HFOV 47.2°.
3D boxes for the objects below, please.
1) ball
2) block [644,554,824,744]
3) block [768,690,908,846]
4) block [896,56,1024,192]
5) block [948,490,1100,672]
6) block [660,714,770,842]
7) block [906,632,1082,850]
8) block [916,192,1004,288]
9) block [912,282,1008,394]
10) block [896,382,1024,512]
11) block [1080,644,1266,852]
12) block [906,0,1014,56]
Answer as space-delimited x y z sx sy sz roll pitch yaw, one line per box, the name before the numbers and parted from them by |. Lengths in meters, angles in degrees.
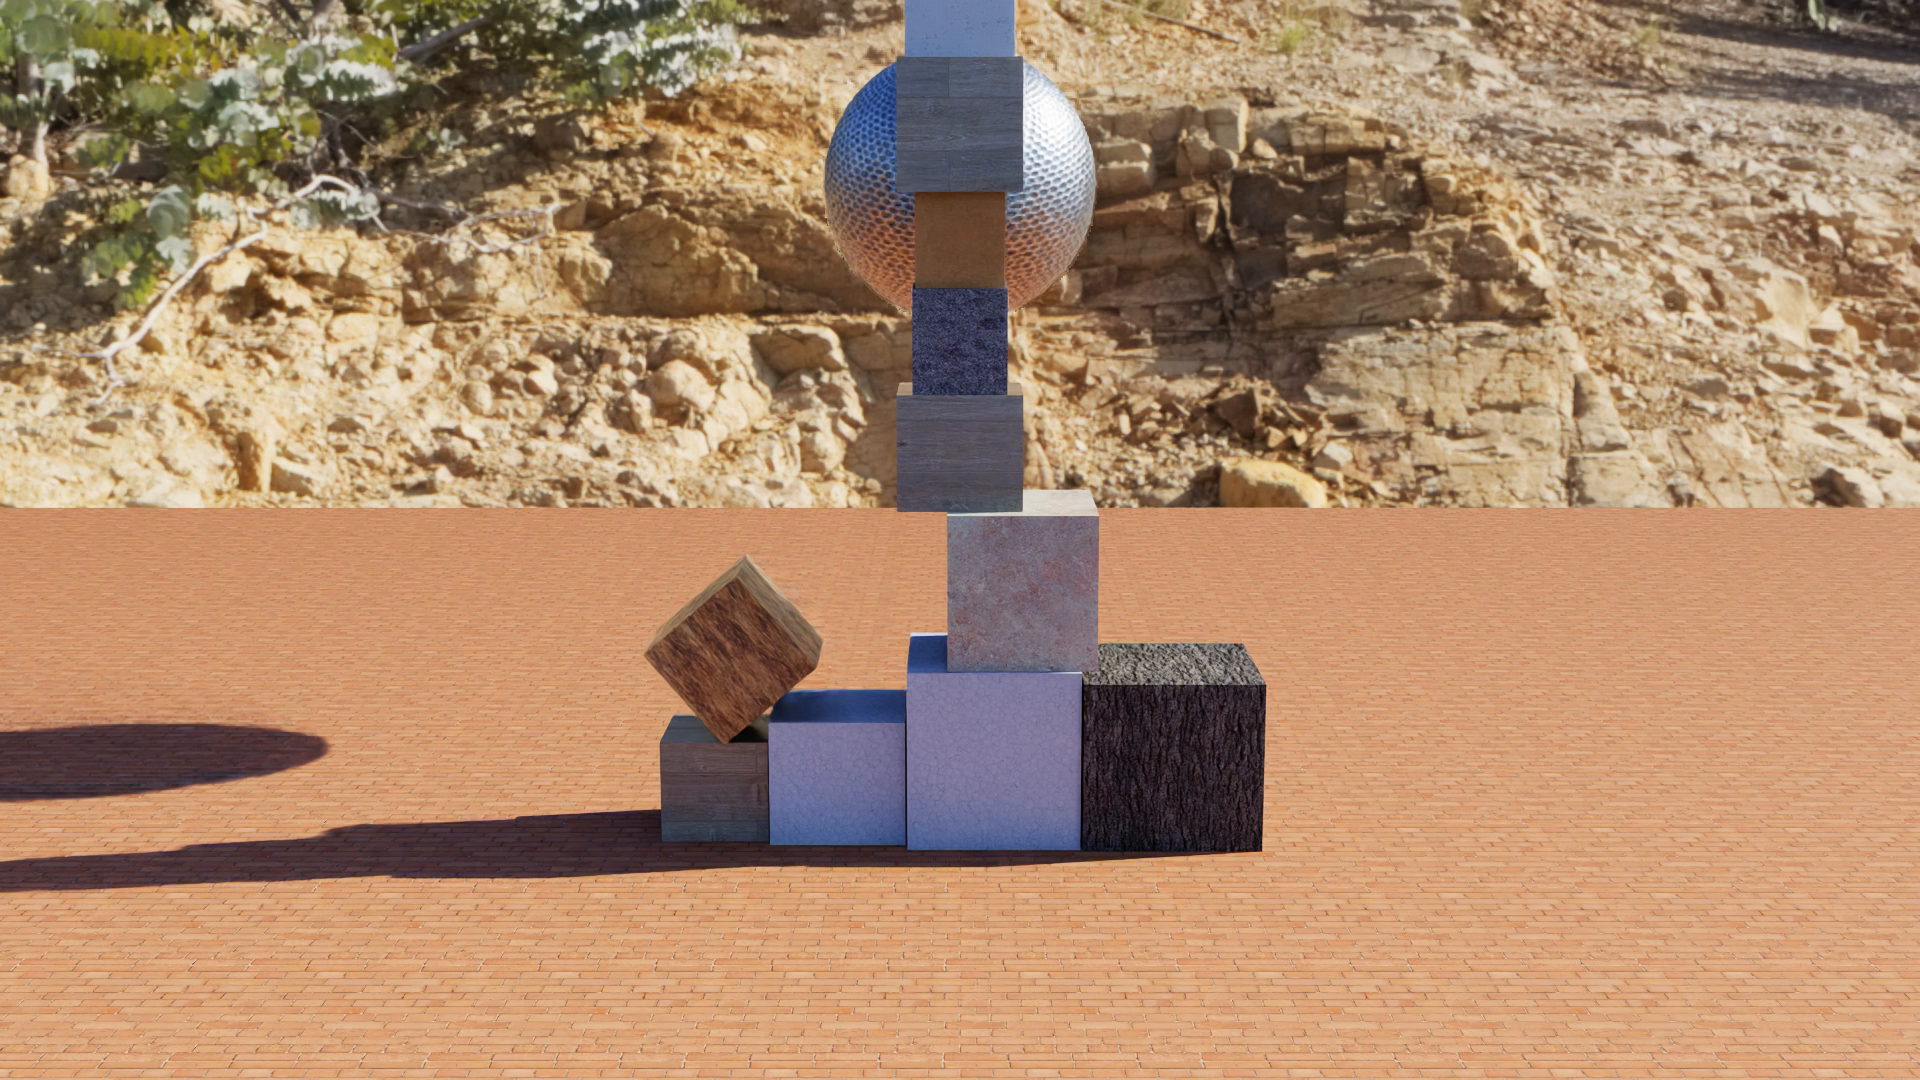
ball | 0.000 -2.086 12.909 1.600 1.600 1.600 0 10 0
block | -1.145 0.549 11.238 0.617 0.609 0.615 -40 8 6
block | -0.616 1.166 11.373 0.685 0.636 0.678 0 10 0
block | 0.000 -2.039 10.803 0.605 0.633 0.596 0 10 0
block | 0.309 0.193 11.233 0.746 0.781 0.815 0 10 0
block | -1.240 1.224 11.387 0.543 0.518 0.565 0 10 0
block | 0.170 1.025 11.386 0.867 0.910 0.910 0 10 0
block | 0.000 -1.496 10.897 0.435 0.468 0.425 0 10 0
block | 0.000 -1.010 10.980 0.467 0.517 0.475 0 10 0
block | 0.000 -0.475 11.104 0.623 0.580 0.567 0 10 0
block | 1.063 1.054 11.368 0.899 0.858 0.911 0 10 0
block | 0.000 -2.612 10.717 0.520 0.526 0.523 0 10 0
